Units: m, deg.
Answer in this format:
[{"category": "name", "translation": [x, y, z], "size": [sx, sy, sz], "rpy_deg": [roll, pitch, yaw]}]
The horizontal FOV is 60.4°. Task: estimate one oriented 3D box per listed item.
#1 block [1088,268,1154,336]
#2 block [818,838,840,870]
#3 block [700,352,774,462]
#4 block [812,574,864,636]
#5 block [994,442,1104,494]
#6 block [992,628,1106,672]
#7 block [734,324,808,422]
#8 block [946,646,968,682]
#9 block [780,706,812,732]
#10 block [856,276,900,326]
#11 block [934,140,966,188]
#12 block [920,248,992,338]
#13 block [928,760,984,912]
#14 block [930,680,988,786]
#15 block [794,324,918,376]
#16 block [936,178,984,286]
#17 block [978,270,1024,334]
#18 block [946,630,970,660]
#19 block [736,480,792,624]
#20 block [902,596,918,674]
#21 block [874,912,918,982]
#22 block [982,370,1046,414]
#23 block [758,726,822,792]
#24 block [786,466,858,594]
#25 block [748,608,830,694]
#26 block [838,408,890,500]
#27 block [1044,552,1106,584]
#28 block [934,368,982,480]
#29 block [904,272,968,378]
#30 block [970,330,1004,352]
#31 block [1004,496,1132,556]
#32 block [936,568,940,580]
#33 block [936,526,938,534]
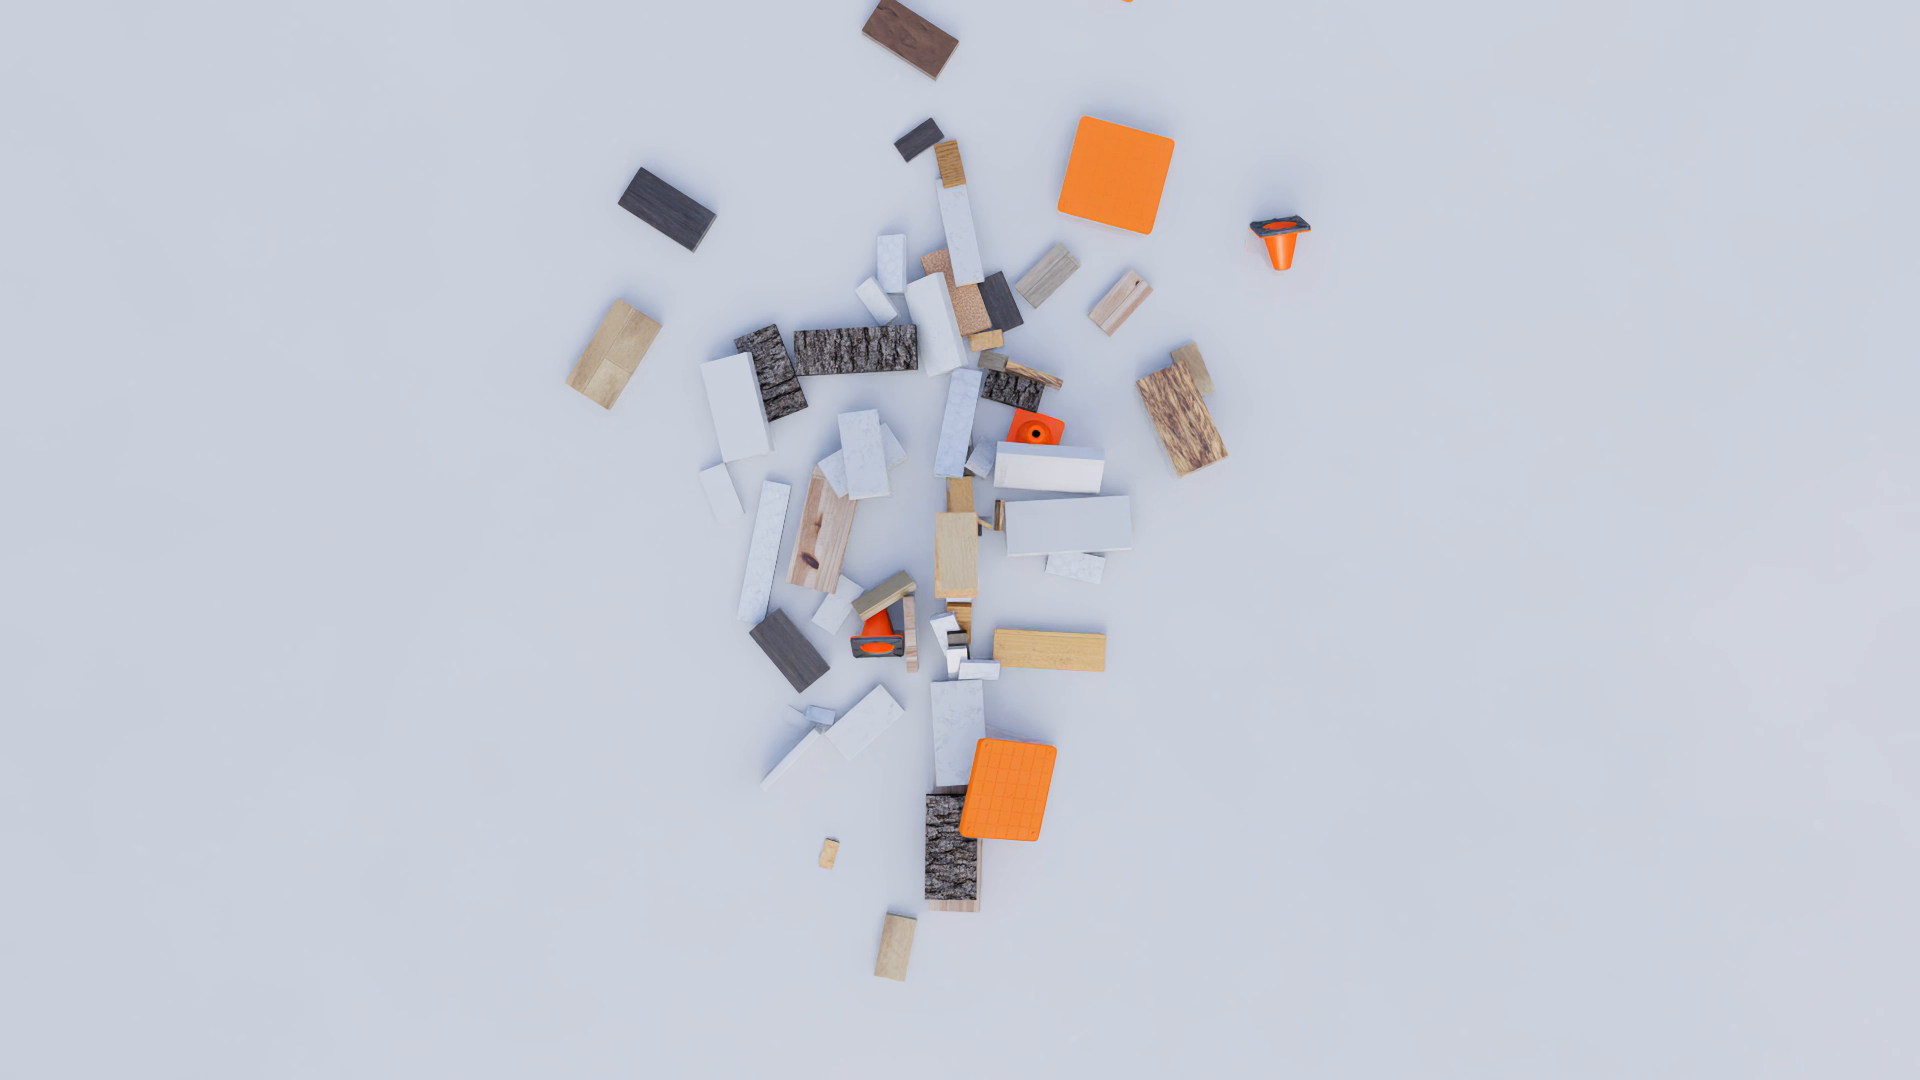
[{"category": "block", "translation": [0.533, -0.788, 5.485], "size": [0.105, 0.030, 0.210], "rpy_deg": [43, 90, 0]}, {"category": "block", "translation": [-0.436, 1.046, 5.493], "size": [0.047, 0.013, 0.094], "rpy_deg": [17, 90, 0]}, {"category": "block", "translation": [-0.735, -0.438, 5.451], "size": [0.167, 0.047, 0.333], "rpy_deg": [-13, 92, 14]}, {"category": "block", "translation": [-0.406, 0.215, 5.487], "size": [0.092, 0.026, 0.184], "rpy_deg": [33, 90, 0]}, {"category": "block", "translation": [0.291, -0.237, 5.415], "size": [0.350, 0.175, 0.050], "rpy_deg": [4, 53, 0]}, {"category": "block", "translation": [0.297, 0.367, 5.482], "size": [0.371, 0.035, 0.124], "rpy_deg": [3, 90, 0]}, {"category": "block", "translation": [-0.627, -0.553, 5.479], "size": [0.147, 0.042, 0.293], "rpy_deg": [-22, 90, 0]}, {"category": "block", "translation": [-0.008, 0.410, 5.457], "size": [0.066, 0.019, 0.132], "rpy_deg": [-4, 122, 0]}, {"category": "block", "translation": [-0.544, 0.593, 5.493], "size": [0.094, 0.013, 0.047], "rpy_deg": [30, 90, 0]}, {"category": "block", "translation": [-0.273, -0.790, 5.471], "size": [0.076, 0.022, 0.153], "rpy_deg": [-36, 90, 30]}, {"category": "block", "translation": [-0.033, -1.247, 5.472], "size": [0.076, 0.022, 0.153], "rpy_deg": [-13, 77, 0]}, {"category": "block", "translation": [-0.013, -0.821, 5.470], "size": [0.146, 0.041, 0.292], "rpy_deg": [-20, 87, -2]}, {"category": "block", "translation": [-0.010, 0.983, 5.476], "size": [0.170, 0.048, 0.491], "rpy_deg": [2, 90, 0]}, {"category": "block", "translation": [-0.002, 0.637, 5.445], "size": [0.170, 0.048, 0.340], "rpy_deg": [-4, 80, -1]}, {"category": "block", "translation": [-0.345, -0.627, 5.459], "size": [0.405, 0.042, 0.147], "rpy_deg": [-2, 90, 6]}, {"category": "block", "translation": [-0.001, -1.023, 5.453], "size": [0.095, 0.027, 0.370], "rpy_deg": [-11, 79, 0]}, {"category": "block", "translation": [0.133, -0.788, 5.487], "size": [0.095, 0.027, 0.190], "rpy_deg": [-23, 90, 0]}, {"category": "block", "translation": [-0.004, 0.355, 5.447], "size": [0.066, 0.019, 0.132], "rpy_deg": [-6, 126, 3]}, {"category": "block", "translation": [-0.651, 0.041, 5.487], "size": [0.092, 0.026, 0.471], "rpy_deg": [11, 90, 0]}, {"category": "block", "translation": [-0.162, 0.309, 5.438], "size": [0.035, 0.124, 0.248], "rpy_deg": [-3, 90, 0]}, {"category": "block", "translation": [-0.214, 1.353, 5.485], "size": [0.104, 0.029, 0.208], "rpy_deg": [11, 90, 0]}, {"category": "block", "translation": [0.176, -0.496, 5.476], "size": [0.193, 0.027, 0.096], "rpy_deg": [17, 78, 0]}, {"category": "block", "translation": [-0.558, 0.720, 5.448], "size": [0.029, 0.104, 0.258], "rpy_deg": [45, 90, 0]}, {"category": "block", "translation": [-0.449, -0.032, 5.461], "size": [0.167, 0.047, 0.397], "rpy_deg": [13, 86, 0]}, {"category": "block", "translation": [-0.564, 0.366, 5.468], "size": [0.132, 0.037, 0.264], "rpy_deg": [-39, 96, 0]}, {"category": "block", "translation": [-0.317, -0.281, 5.414], "size": [0.132, 0.037, 0.286], "rpy_deg": [-8, 77, -5]}, {"category": "block", "translation": [0.383, 0.083, 5.487], "size": [0.187, 0.025, 0.089], "rpy_deg": [13, 90, 0]}, {"category": "block", "translation": [-0.006, -0.386, 5.439], "size": [0.096, 0.027, 0.369], "rpy_deg": [10, 76, 3]}, {"category": "block", "translation": [-0.081, -0.709, 5.439], "size": [0.146, 0.041, 0.314], "rpy_deg": [-16, 90, 38]}, {"category": "block", "translation": [0.089, -0.662, 5.477], "size": [0.111, 0.016, 0.055], "rpy_deg": [-9, 94, 14]}, {"category": "block", "translation": [0.358, -0.046, 5.461], "size": [0.411, 0.050, 0.175], "rpy_deg": [-3, 80, 0]}, {"category": "block", "translation": [-0.014, 0.099, 5.078], "size": [0.114, 0.228, 0.032], "rpy_deg": [-3, 90, 0]}, {"category": "block", "translation": [-0.014, -0.037, 5.078], "size": [0.114, 0.228, 0.032], "rpy_deg": [-7, 88, 0]}]
